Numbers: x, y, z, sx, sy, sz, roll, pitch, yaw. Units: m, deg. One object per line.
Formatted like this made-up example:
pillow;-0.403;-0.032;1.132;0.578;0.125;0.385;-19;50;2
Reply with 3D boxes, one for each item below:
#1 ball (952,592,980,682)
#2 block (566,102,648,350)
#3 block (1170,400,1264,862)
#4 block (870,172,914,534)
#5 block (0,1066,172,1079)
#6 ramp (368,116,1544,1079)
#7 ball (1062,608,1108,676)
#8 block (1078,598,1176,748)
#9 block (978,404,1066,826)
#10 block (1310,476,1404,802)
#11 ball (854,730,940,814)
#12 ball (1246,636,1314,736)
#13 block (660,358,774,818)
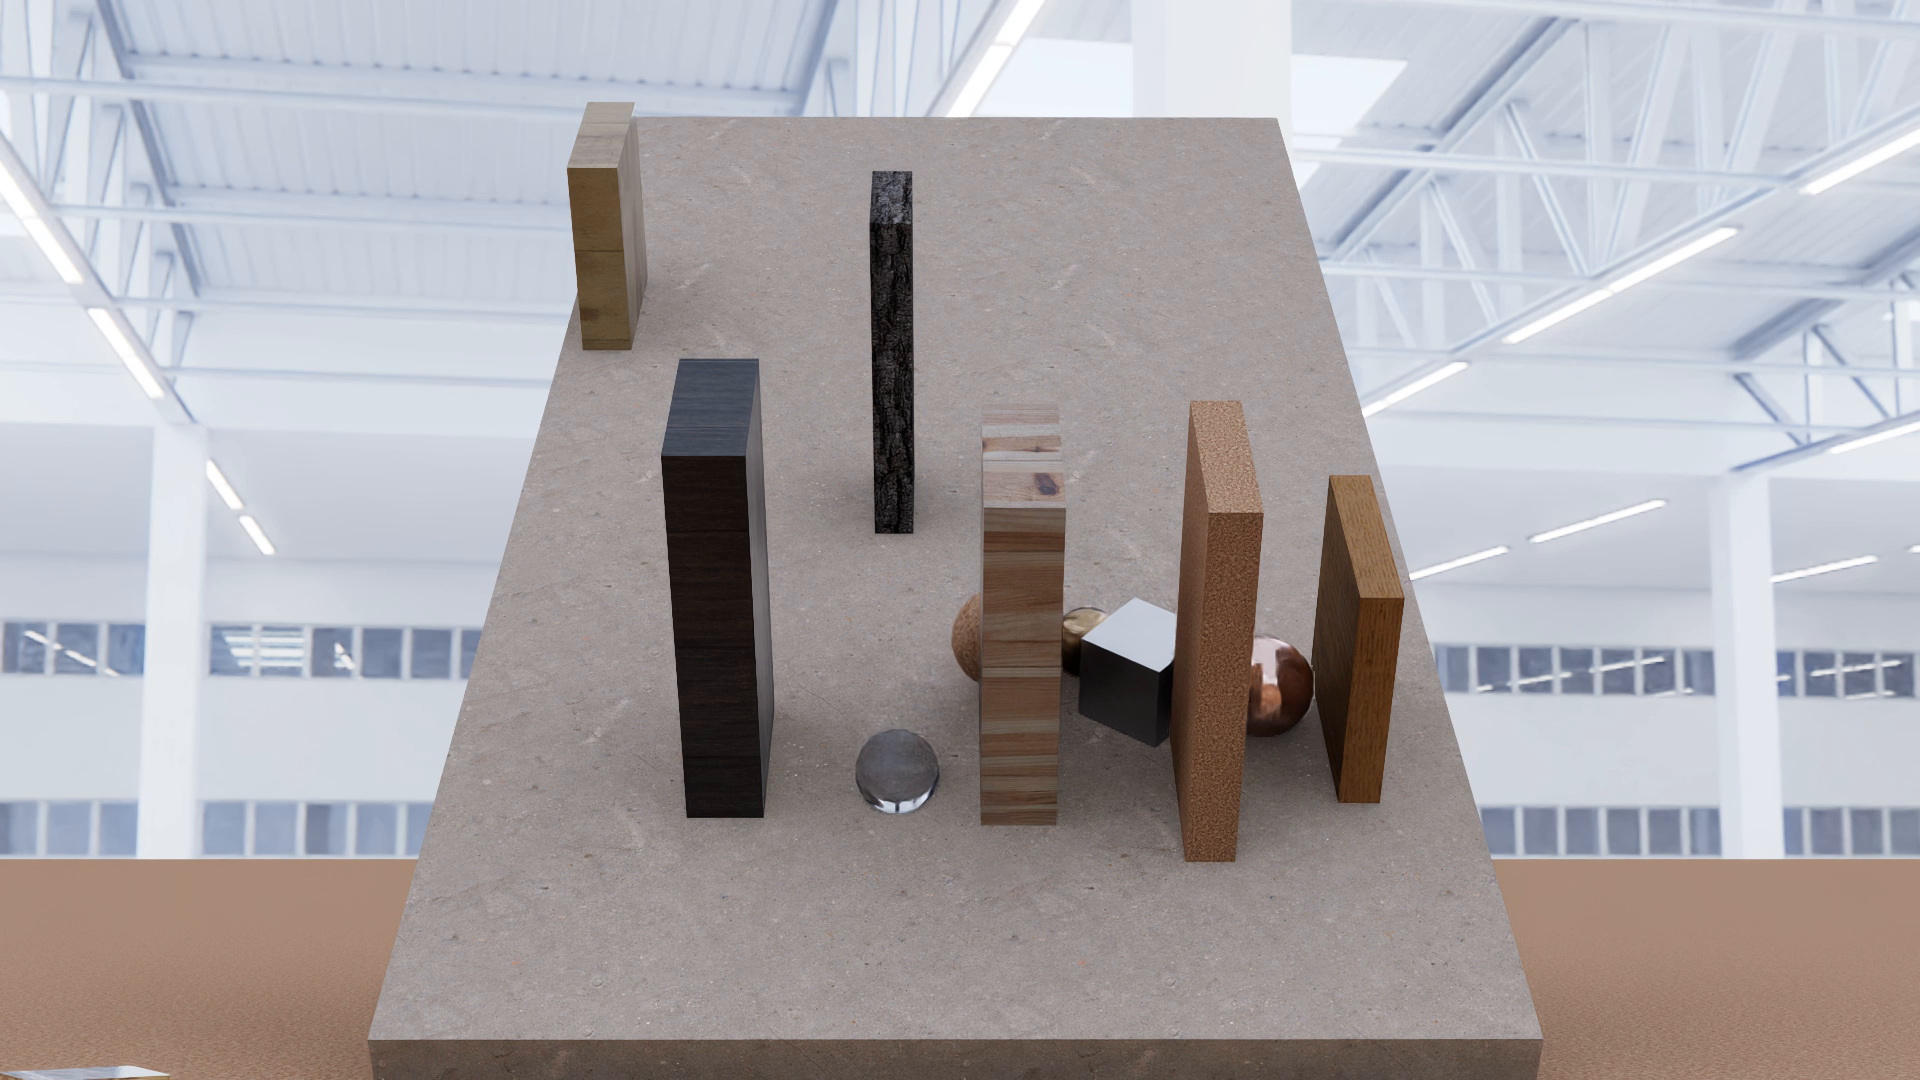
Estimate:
ball;0.086;0.200;4.996;0.208;0.208;0.208;0;-7;0
block;-0.900;-0.808;6.296;0.123;0.503;0.414;0;33;0
block;0.466;0.172;4.523;0.093;0.766;0.387;0;33;0
block;-0.148;-0.408;5.430;0.086;0.766;0.265;0;33;0
block;-0.975;0.667;2.721;0.148;0.148;0.148;5;-9;-35
ramp;-0.015;-0.184;5.884;2.000;0.100;4.000;0;33;0
ball;0.260;0.210;5.035;0.145;0.145;0.145;0;-7;0
block;0.370;0.265;4.917;0.186;0.186;0.186;23;39;31
block;0.111;0.143;4.619;0.143;0.710;0.368;0;33;0
block;0.767;0.189;4.770;0.080;0.475;0.432;0;33;0
ball;-0.120;0.440;4.663;0.160;0.160;0.160;0;-7;0
ball;0.604;0.289;4.871;0.197;0.197;0.197;0;-7;0
block;-0.446;0.096;4.605;0.146;0.800;0.354;0;33;0
